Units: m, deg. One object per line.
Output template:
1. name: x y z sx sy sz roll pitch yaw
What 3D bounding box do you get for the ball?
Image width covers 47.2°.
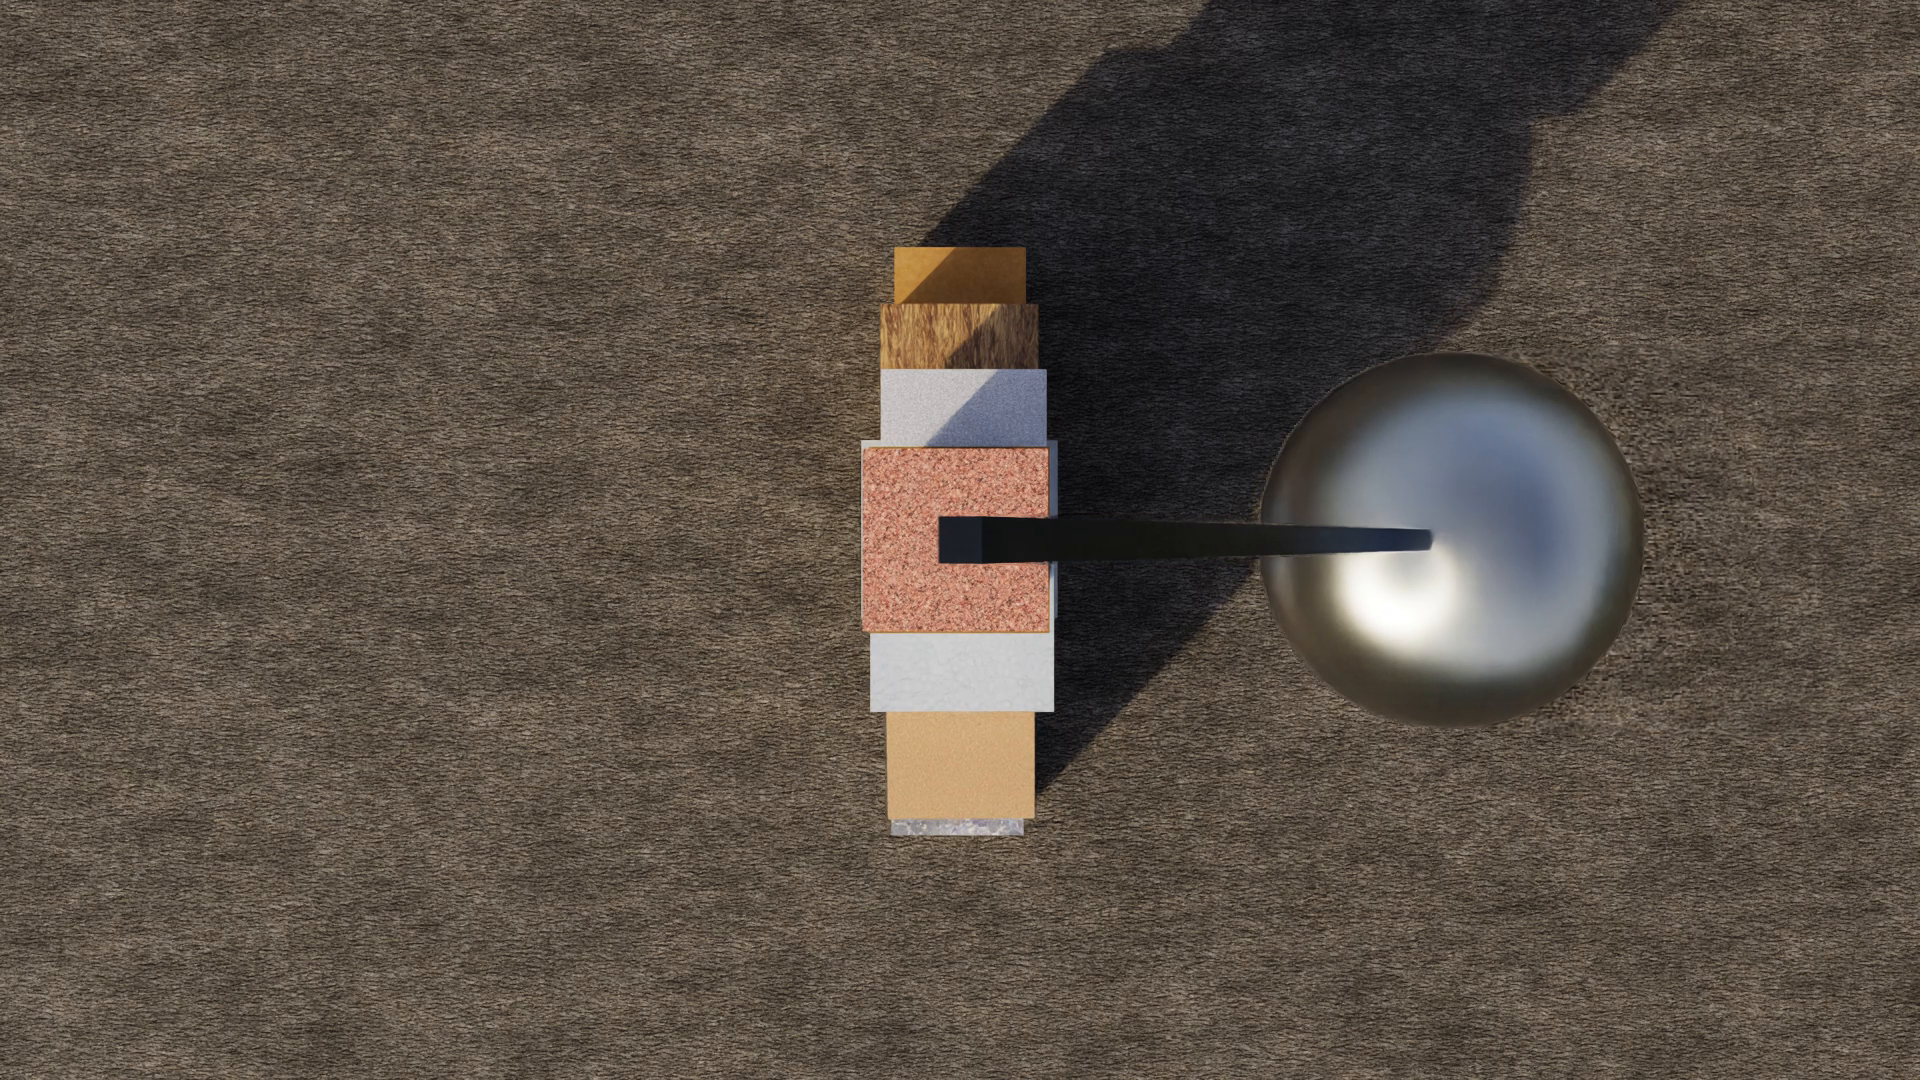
1. ball: 2.074 0.000 9.349 1.600 1.600 1.600 0 90 0

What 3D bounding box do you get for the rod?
1. rod: 0.899 0.000 6.159 0.080 5.200 0.080 0 90 20

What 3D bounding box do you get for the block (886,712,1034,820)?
1. block: 0.003 0.926 11.621 0.752 0.873 0.826 0 104 0

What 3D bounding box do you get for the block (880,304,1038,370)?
1. block: -0.003 -0.875 11.878 0.826 0.715 0.717 0 89 0

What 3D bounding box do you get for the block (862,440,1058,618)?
1. block: -0.003 -0.055 11.532 0.984 1.001 0.891 0 90 0

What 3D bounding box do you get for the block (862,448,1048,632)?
1. block: -0.016 0.000 7.827 0.636 0.591 0.625 0 90 0

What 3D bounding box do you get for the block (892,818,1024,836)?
1. block: -0.014 1.198 12.573 0.730 0.854 0.866 0 90 0

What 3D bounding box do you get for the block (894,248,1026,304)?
1. block: 0.002 -1.254 12.621 0.731 0.758 0.754 0 90 0

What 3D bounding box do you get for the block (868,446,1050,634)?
1. block: -0.003 0.000 9.138 0.719 0.820 0.741 0 90 0

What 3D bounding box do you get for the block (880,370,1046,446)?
1. block: 0.018 -0.421 10.656 0.774 0.752 0.754 0 90 0

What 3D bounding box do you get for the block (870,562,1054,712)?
1. block: 0.011 0.382 10.627 0.853 0.810 0.832 0 90 0
